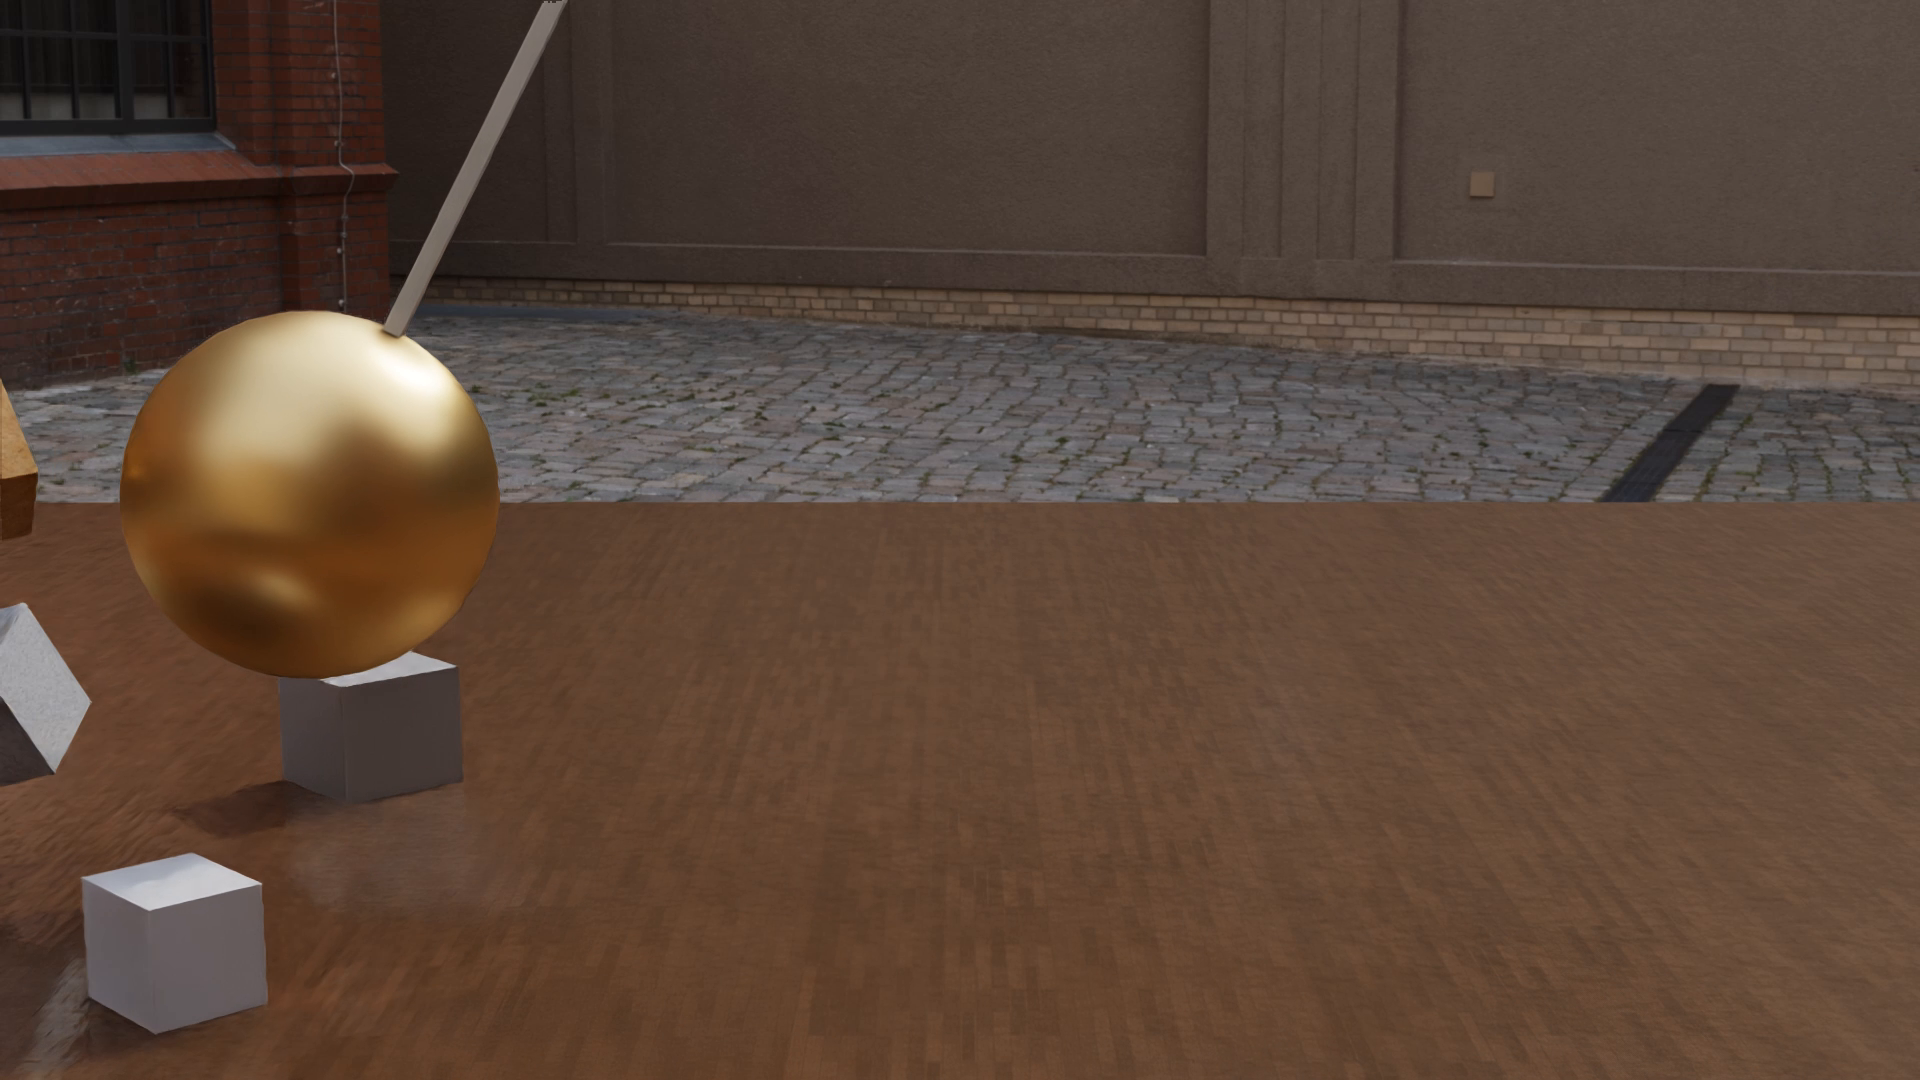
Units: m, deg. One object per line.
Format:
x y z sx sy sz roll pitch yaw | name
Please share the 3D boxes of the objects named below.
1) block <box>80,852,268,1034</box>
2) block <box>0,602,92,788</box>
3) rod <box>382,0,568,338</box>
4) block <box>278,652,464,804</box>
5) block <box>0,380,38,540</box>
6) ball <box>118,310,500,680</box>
-3.003 1.531 9.806 0.460 0.479 0.548 -10 14 -43 | block
-4.398 0.732 11.547 0.592 0.595 0.513 -14 33 13 | block
-1.218 -3.151 10.608 0.080 5.200 0.080 28 9 -5 | rod
-2.957 0.918 12.875 0.655 0.587 0.641 -9 14 -41 | block
-4.327 -0.317 11.057 0.500 0.528 0.486 -15 -26 -32 | block
-2.812 -0.195 11.145 1.600 1.600 1.600 0 10 0 | ball
